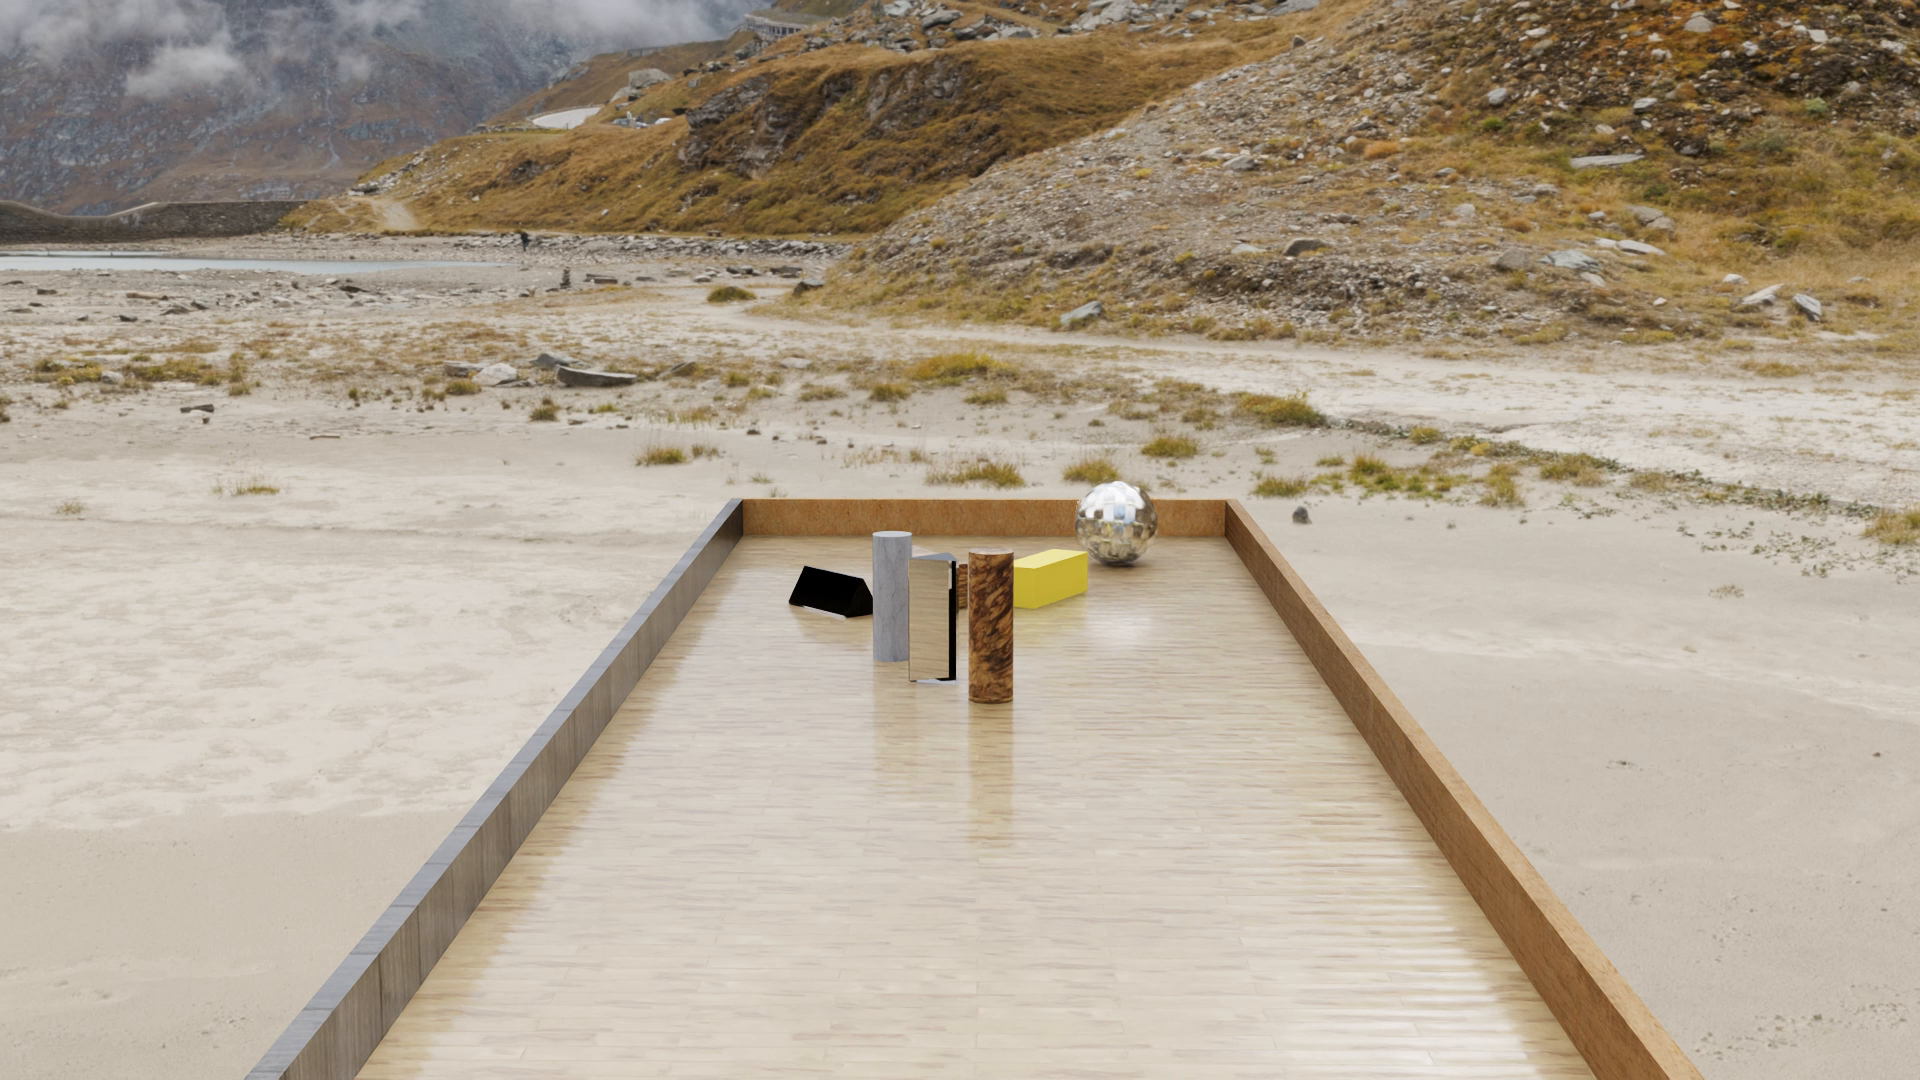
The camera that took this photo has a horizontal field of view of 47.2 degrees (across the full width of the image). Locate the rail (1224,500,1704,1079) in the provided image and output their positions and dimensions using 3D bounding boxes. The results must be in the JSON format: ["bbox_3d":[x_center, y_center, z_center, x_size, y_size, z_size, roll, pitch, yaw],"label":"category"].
[{"bbox_3d":[1.046,0.843,3.208,0.050,0.150,12.000,0,9,1],"label":"rail"}]

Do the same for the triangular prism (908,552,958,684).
[{"bbox_3d":[-0.057,0.226,6.422,0.151,0.363,0.131,3,10,19],"label":"triangular prism"}]

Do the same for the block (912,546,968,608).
[{"bbox_3d":[-0.137,0.131,7.691,0.154,0.154,0.440,-4,10,-25],"label":"block"}]

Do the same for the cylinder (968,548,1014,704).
[{"bbox_3d":[0.087,0.239,6.151,0.127,0.423,0.127,0,9,0],"label":"cylinder"}]

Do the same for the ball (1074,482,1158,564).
[{"bbox_3d":[0.599,-0.066,8.411,0.318,0.318,0.318,0,9,0],"label":"ball"}]

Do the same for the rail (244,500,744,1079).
[{"bbox_3d":[-1.004,0.839,3.234,0.050,0.150,12.000,0,9,1],"label":"rail"}]

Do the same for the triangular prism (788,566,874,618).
[{"bbox_3d":[-0.433,0.169,7.517,0.145,0.125,0.330,-7,11,-39],"label":"triangular prism"}]

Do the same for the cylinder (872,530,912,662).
[{"bbox_3d":[-0.206,0.171,6.701,0.120,0.384,0.120,0,9,0],"label":"cylinder"}]

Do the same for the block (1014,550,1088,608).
[{"bbox_3d":[0.295,0.134,7.721,0.139,0.139,0.401,5,10,30],"label":"block"}]

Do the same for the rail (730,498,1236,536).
[{"bbox_3d":[0.099,-0.098,9.147,2.100,0.150,0.050,0,9,1],"label":"rail"}]
